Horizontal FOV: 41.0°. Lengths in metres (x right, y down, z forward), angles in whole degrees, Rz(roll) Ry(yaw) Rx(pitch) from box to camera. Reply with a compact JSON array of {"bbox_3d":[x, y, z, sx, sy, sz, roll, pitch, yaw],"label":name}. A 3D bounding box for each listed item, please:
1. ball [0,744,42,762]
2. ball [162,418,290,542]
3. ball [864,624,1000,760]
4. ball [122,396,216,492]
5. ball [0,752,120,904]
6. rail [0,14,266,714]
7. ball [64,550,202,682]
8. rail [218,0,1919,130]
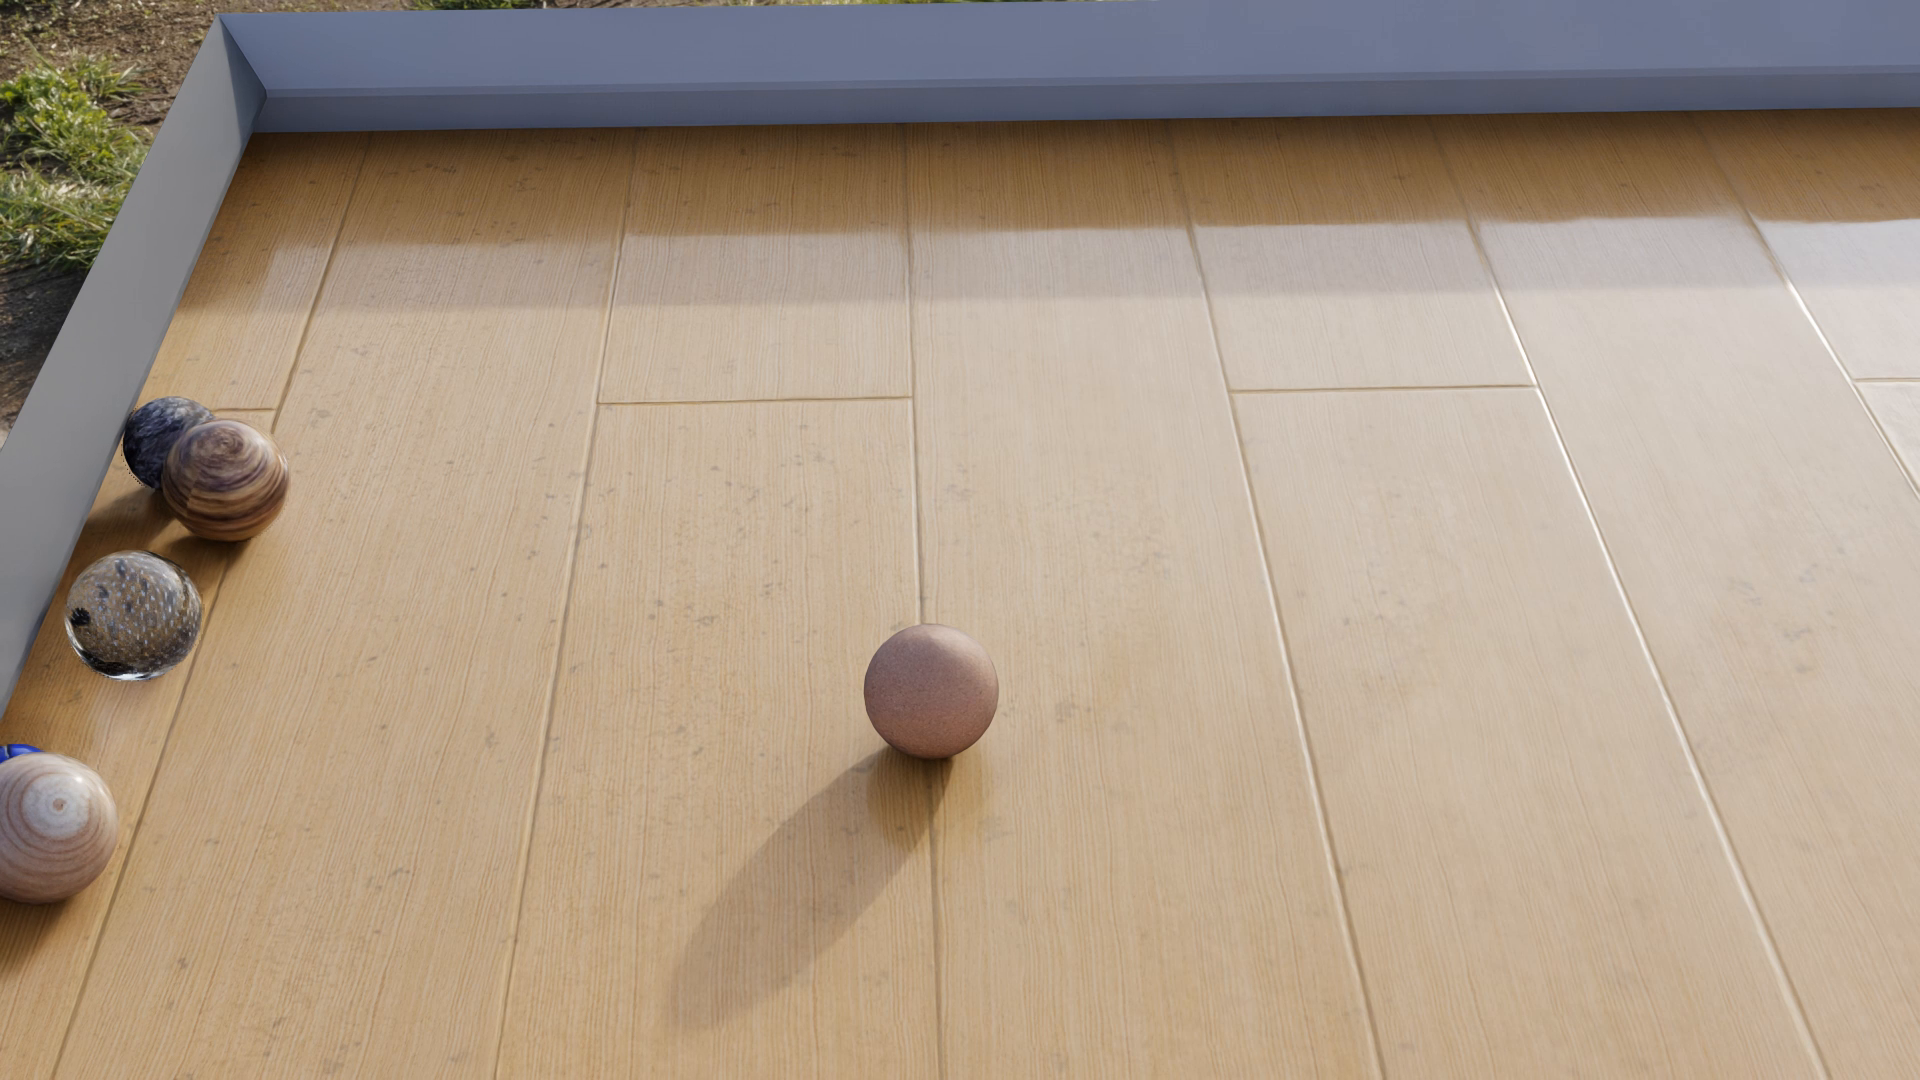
[{"bbox_3d":[-0.591,0.155,1.608,0.054,0.054,0.054,0,35,0],"label":"ball"},{"bbox_3d":[-0.531,-0.043,1.857,0.089,0.089,0.089,0,35,0],"label":"ball"},{"bbox_3d":[-0.019,0.098,1.659,0.088,0.088,0.088,0,35,0],"label":"ball"},{"bbox_3d":[-0.586,-0.071,1.912,0.072,0.072,0.072,0,35,0],"label":"ball"},{"bbox_3d":[-0.555,0.174,1.548,0.091,0.091,0.091,0,35,0],"label":"ball"},{"bbox_3d":[-0.633,-0.004,1.775,0.045,0.118,1.496,-1,35,-2],"label":"rail"},{"bbox_3d":[-0.555,0.051,1.725,0.088,0.088,0.088,0,35,0],"label":"ball"},{"bbox_3d":[0.631,-0.447,2.404,2.628,0.118,0.045,-1,35,-2],"label":"rail"}]
